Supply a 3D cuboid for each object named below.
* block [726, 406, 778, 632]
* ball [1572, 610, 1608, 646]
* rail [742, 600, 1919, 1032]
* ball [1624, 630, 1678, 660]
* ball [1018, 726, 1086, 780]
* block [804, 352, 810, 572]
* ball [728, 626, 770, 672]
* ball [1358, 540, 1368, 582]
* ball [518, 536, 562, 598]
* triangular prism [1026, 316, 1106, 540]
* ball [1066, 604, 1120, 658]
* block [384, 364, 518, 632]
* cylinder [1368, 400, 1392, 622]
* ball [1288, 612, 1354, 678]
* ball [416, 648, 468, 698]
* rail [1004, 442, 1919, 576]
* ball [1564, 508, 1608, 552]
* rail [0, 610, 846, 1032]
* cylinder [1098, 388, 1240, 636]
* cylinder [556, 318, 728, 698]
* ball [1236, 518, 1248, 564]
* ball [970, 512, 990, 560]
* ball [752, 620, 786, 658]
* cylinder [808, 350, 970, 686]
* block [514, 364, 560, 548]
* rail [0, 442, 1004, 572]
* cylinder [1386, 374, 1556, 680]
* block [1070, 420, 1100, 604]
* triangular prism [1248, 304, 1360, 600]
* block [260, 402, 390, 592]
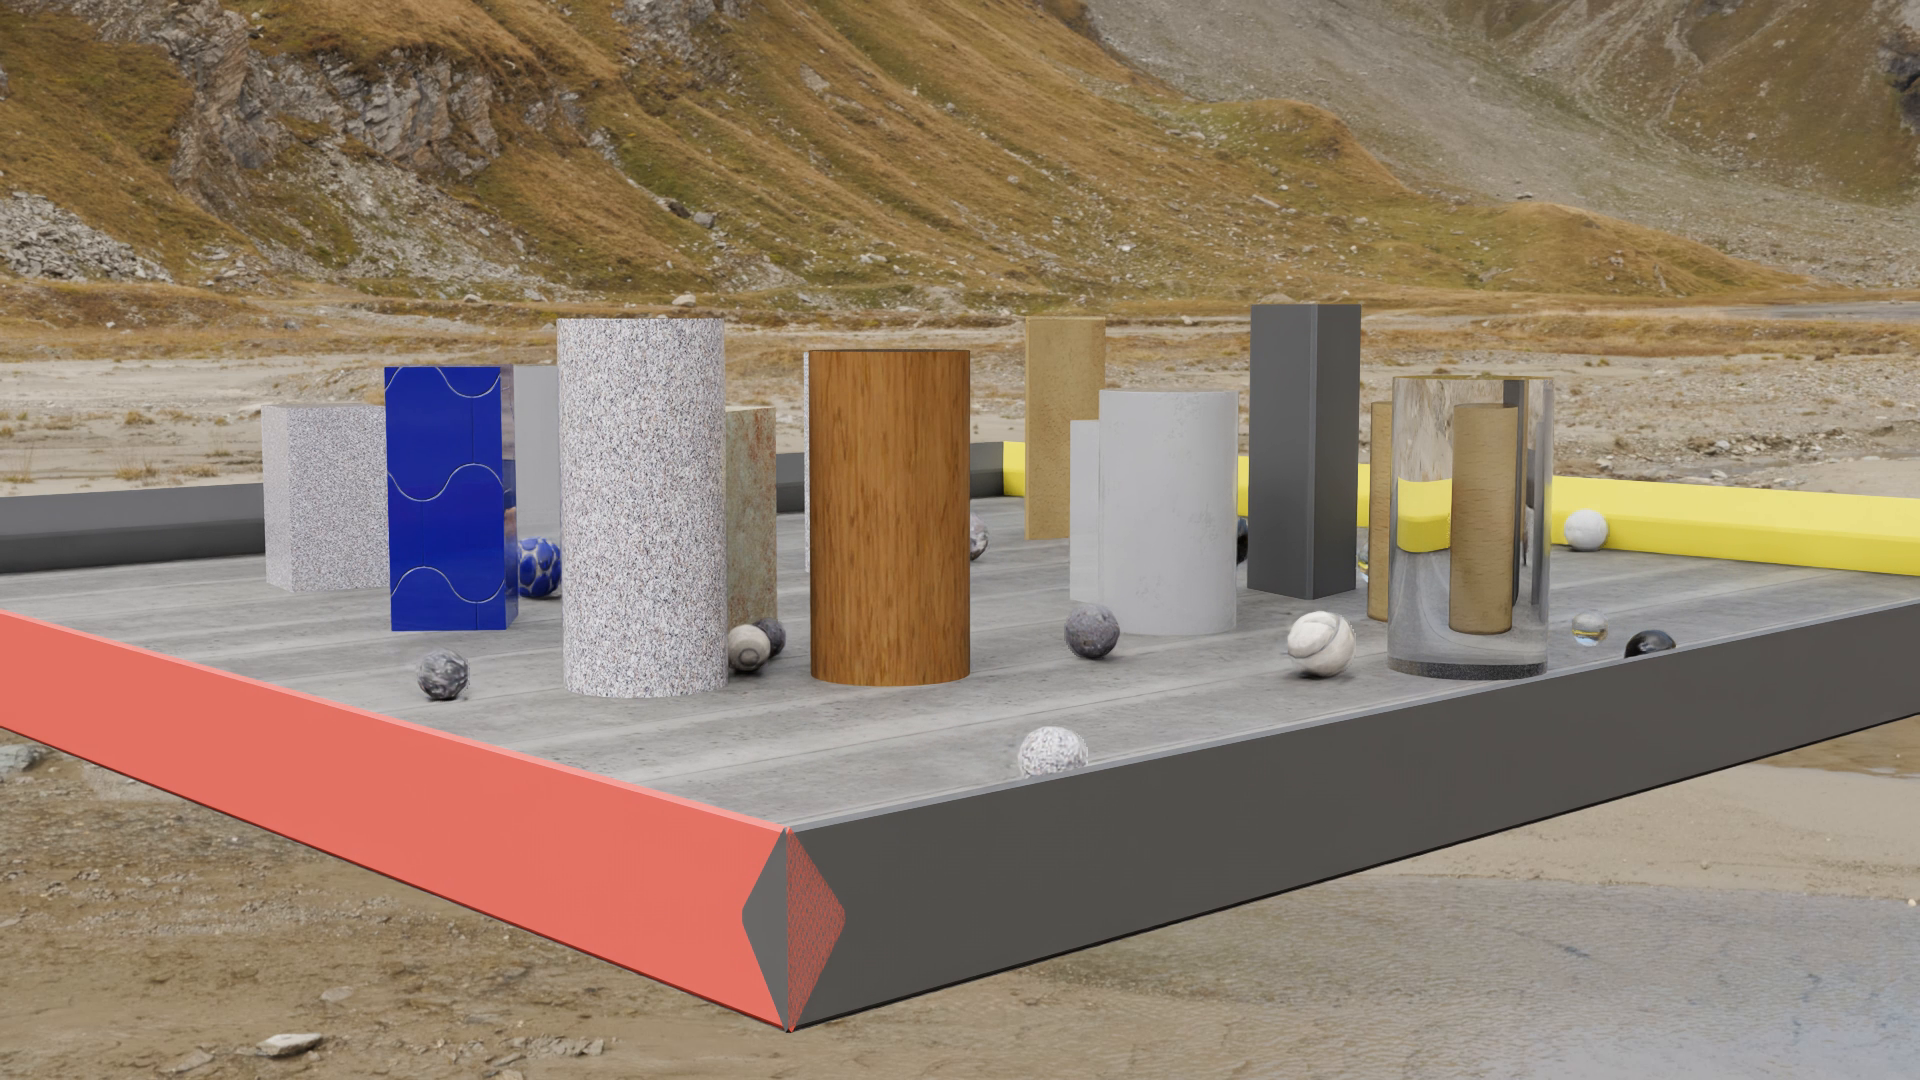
[{"bbox_3d":[-0.343,-0.011,2.848,0.157,0.318,0.157,2,6,21],"label":"block"},{"bbox_3d":[0.836,0.117,2.919,0.048,0.048,0.048,0,6,0],"label":"ball"},{"bbox_3d":[0.928,0.138,2.332,2.858,0.127,0.045,-5,8,-42],"label":"rail"},{"bbox_3d":[0.831,0.139,2.641,0.063,0.063,0.063,0,6,0],"label":"ball"},{"bbox_3d":[0.085,0.203,2.026,0.063,0.063,0.063,0,6,0],"label":"ball"},{"bbox_3d":[-0.153,-0.131,3.735,0.157,0.373,0.157,6,8,44],"label":"block"},{"bbox_3d":[-0.263,0.134,2.707,0.059,0.059,0.059,0,6,0],"label":"ball"},{"bbox_3d":[0.681,0.033,3.504,0.093,0.093,0.093,0,6,0],"label":"ball"},{"bbox_3d":[-0.660,0.042,3.411,0.095,0.095,0.095,0,6,0],"label":"ball"},{"bbox_3d":[0.179,-0.227,4.355,0.170,0.433,0.147,-3,6,-23],"label":"triangular prism"},{"bbox_3d":[0.170,0.117,2.822,0.069,0.069,0.069,0,6,0],"label":"ball"},{"bbox_3d":[-0.719,-0.064,3.122,0.157,0.366,0.157,-1,6,-5],"label":"block"},{"bbox_3d":[0.691,-0.042,3.180,0.196,0.311,0.196,0,6,0],"label":"cylinder"},{"bbox_3d":[0.439,0.127,2.675,0.081,0.081,0.081,0,6,0],"label":"ball"},{"bbox_3d":[-0.594,0.154,2.525,0.058,0.058,0.058,0,6,0],"label":"ball"},{"bbox_3d":[1.033,-0.066,4.280,0.045,0.127,2.785,-5,8,-42],"label":"rail"},{"bbox_3d":[1.157,-0.018,4.067,0.079,0.079,0.079,0,6,0],"label":"ball"},{"bbox_3d":[-1.033,0.132,2.384,0.045,0.127,2.785,-5,8,-42],"label":"rail"},{"bbox_3d":[0.293,-0.045,3.099,0.196,0.333,0.196,0,6,0],"label":"cylinder"},{"bbox_3d":[-0.375,-0.044,2.608,0.196,0.434,0.196,0,6,0],"label":"cylinder"},{"bbox_3d":[0.471,0.002,3.845,0.085,0.085,0.085,0,6,0],"label":"ball"},{"bbox_3d":[0.008,-0.006,3.910,0.088,0.088,0.088,0,6,0],"label":"ball"},{"bbox_3d":[-0.248,0.127,2.820,0.050,0.050,0.050,0,6,0],"label":"ball"},{"bbox_3d":[-0.086,-0.033,2.686,0.196,0.396,0.196,0,6,0],"label":"cylinder"},{"bbox_3d":[-0.782,-0.130,3.837,0.157,0.349,0.157,-4,7,-34],"label":"block"},{"bbox_3d":[-0.928,-0.072,4.332,2.858,0.127,0.045,-5,8,-42],"label":"rail"},{"bbox_3d":[0.633,-0.021,2.729,0.196,0.362,0.196,0,6,0],"label":"cylinder"},{"bbox_3d":[0.277,-0.043,3.354,0.157,0.276,0.157,-4,7,-31],"label":"block"},{"bbox_3d":[0.524,-0.144,3.473,0.147,0.453,0.170,4,7,34],"label":"triangular prism"},{"bbox_3d":[-1.030,-0.073,3.569,0.157,0.291,0.157,-4,7,-32],"label":"block"}]
